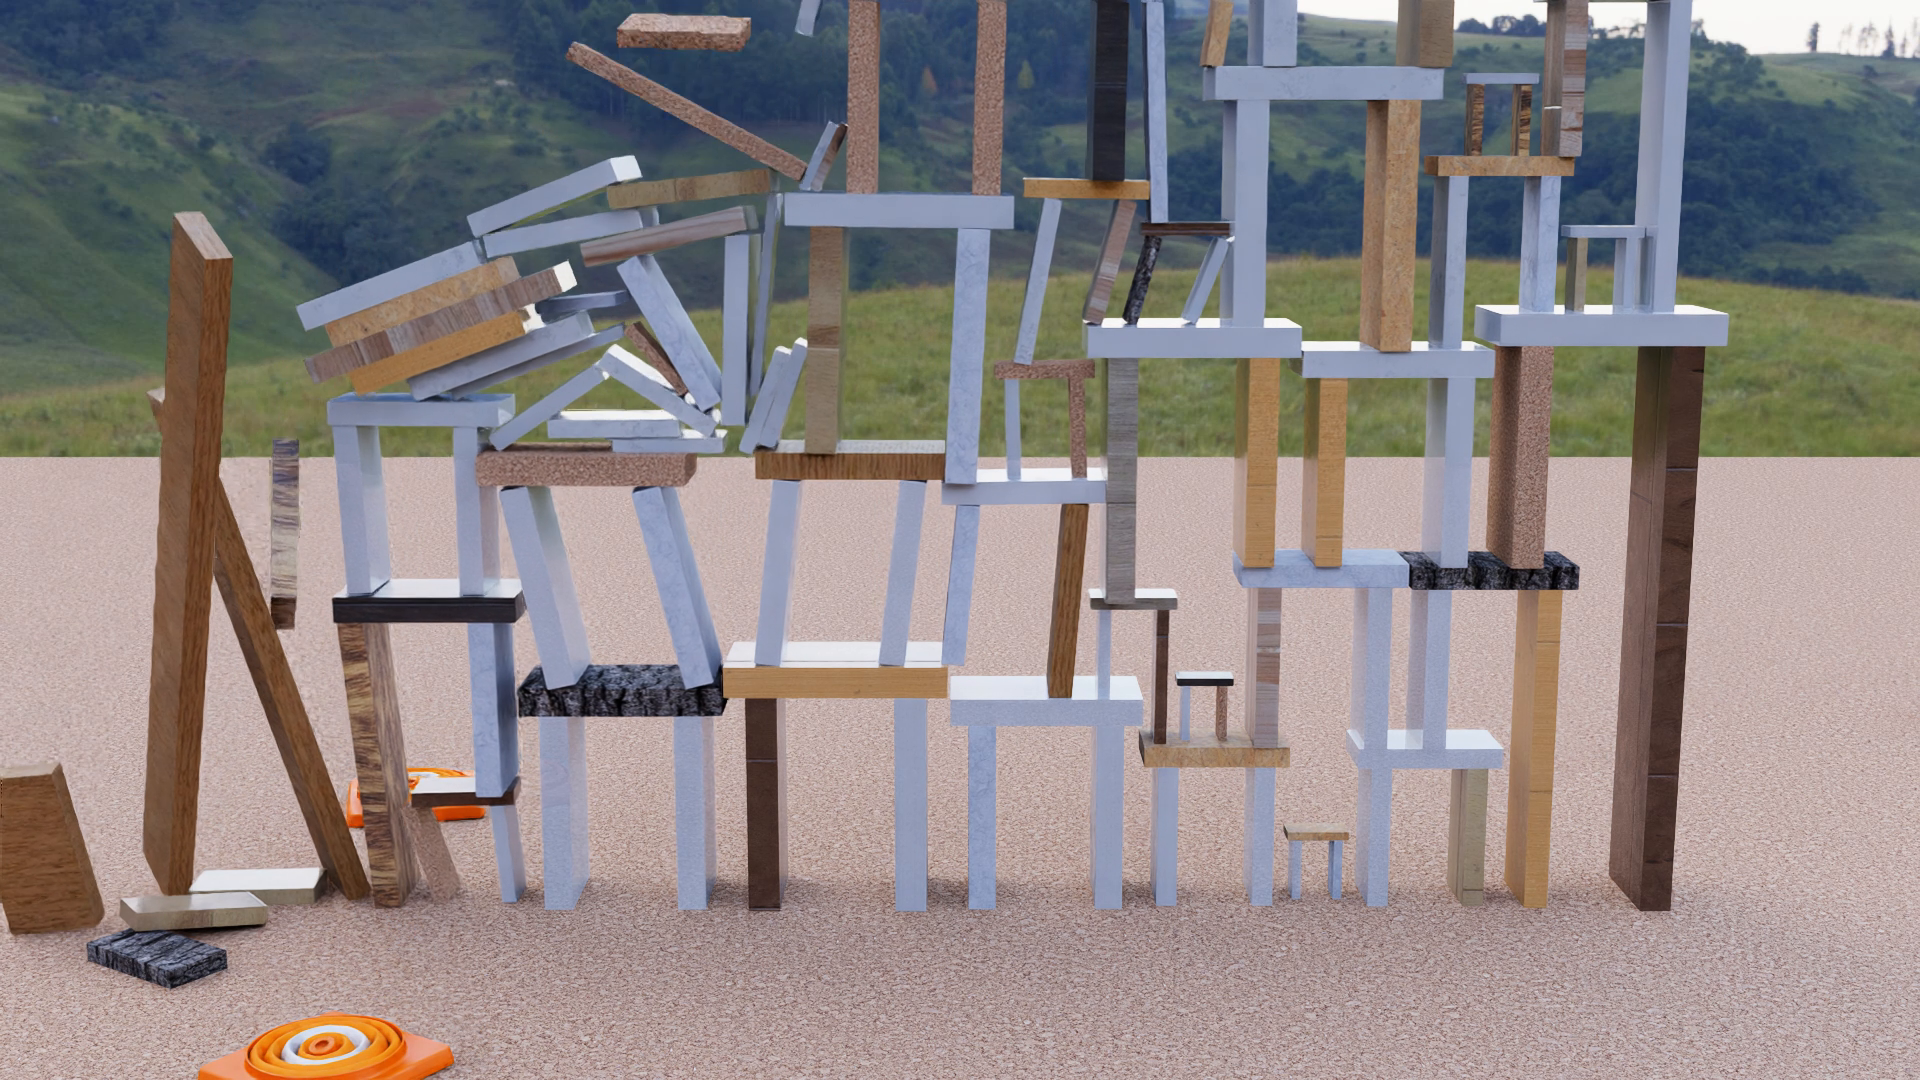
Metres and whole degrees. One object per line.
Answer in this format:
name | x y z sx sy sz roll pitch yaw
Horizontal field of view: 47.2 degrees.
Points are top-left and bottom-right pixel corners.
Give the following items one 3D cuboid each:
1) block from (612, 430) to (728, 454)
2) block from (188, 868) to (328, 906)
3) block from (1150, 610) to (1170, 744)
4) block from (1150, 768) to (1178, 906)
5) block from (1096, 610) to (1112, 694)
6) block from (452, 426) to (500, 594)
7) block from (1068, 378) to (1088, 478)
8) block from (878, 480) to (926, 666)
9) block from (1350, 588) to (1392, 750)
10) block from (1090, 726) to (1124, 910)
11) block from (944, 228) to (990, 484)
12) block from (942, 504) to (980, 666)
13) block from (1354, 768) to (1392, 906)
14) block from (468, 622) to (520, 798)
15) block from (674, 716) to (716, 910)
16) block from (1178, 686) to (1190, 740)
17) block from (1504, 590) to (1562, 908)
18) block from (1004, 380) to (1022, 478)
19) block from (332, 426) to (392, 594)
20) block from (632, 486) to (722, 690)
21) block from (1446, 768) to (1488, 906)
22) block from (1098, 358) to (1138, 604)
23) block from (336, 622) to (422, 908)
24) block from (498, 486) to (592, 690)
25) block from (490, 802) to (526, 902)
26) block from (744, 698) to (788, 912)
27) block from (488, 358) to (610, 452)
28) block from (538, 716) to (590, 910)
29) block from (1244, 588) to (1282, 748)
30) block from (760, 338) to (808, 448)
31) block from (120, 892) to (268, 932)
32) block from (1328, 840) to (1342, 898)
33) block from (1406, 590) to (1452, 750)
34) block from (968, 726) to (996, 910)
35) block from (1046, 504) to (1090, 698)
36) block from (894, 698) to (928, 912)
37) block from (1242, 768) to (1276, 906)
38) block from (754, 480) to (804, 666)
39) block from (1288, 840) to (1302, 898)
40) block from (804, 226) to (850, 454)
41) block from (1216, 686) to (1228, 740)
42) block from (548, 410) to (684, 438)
block | -0.465 -0.158 3.532 0.176 0.024 0.086 0 11 0
block | -1.166 0.578 3.656 0.203 0.029 0.101 -1 11 -4
block | 0.327 0.216 3.595 0.020 0.224 0.070 0 11 0
block | 0.339 0.474 3.647 0.033 0.236 0.118 0 11 0
block | 0.234 0.175 3.588 0.020 0.139 0.070 0 11 0
block | -0.779 -0.057 3.550 0.038 0.269 0.135 0 10 0
block | 0.189 -0.184 3.526 0.022 0.158 0.079 -2 11 1
block | -0.092 0.040 3.565 0.042 0.299 0.149 7 10 -1
block | 0.672 0.195 3.598 0.038 0.268 0.133 0 11 0
block | 0.243 0.437 3.643 0.044 0.310 0.155 0 11 0
block | 0.011 -0.299 3.498 0.050 0.396 0.176 3 11 -1
block | 0.001 0.062 3.570 0.037 0.260 0.130 6 10 -1
block | 0.685 0.475 3.645 0.033 0.234 0.117 0 11 0
block | -0.764 0.260 3.605 0.041 0.290 0.145 0 11 0
block | -0.438 0.429 3.644 0.046 0.326 0.163 0 11 0
block | 0.370 0.279 3.616 0.013 0.092 0.046 0 11 0
block | 0.942 0.329 3.618 0.037 0.532 0.132 0 11 0
block | 0.084 -0.183 3.526 0.022 0.158 0.079 -2 11 0
block | -0.964 -0.058 3.550 0.038 0.269 0.135 -3 9 0
block | -0.457 0.063 3.569 0.046 0.328 0.164 -14 10 1
block | 0.841 0.475 3.645 0.033 0.234 0.117 0 10 0
block | 0.254 -0.106 3.536 0.047 0.392 0.166 0 11 0
block | -0.955 0.354 3.623 0.041 0.479 0.145 -4 11 1
block | -0.671 0.062 3.568 0.046 0.328 0.164 -12 10 2
block | -0.749 0.508 3.650 0.023 0.166 0.083 -5 11 1
block | -0.319 0.413 3.640 0.051 0.358 0.179 0 11 0
block | -0.656 -0.218 3.532 0.207 0.029 0.104 -34 10 5
block | -0.655 0.429 3.643 0.046 0.326 0.163 0 11 0
block | 0.495 0.194 3.597 0.038 0.266 0.133 0 10 0
block | -0.277 -0.236 3.519 0.024 0.172 0.086 20 10 -2
block | -1.218 0.590 3.497 0.203 0.029 0.101 3 4 -34
block | 0.624 0.541 3.659 0.014 0.101 0.050 0 11 0
block | 0.766 0.198 3.594 0.037 0.265 0.132 0 10 0
block | 0.036 0.437 3.643 0.044 0.310 0.155 0 11 0
block | 0.174 0.087 3.574 0.037 0.316 0.130 4 11 -1
block | -0.080 0.413 3.640 0.051 0.358 0.179 0 11 0
block | 0.496 0.474 3.647 0.033 0.236 0.118 0 11 0
block | -0.291 0.040 3.564 0.042 0.299 0.149 6 11 -1
block | 0.557 0.541 3.659 0.014 0.101 0.050 0 11 0
block | -0.210 -0.324 3.496 0.050 0.352 0.176 3 11 1
block | 0.430 0.279 3.616 0.013 0.092 0.046 0 11 0
block | -0.551 -0.186 3.531 0.207 0.029 0.104 -1 11 -2
